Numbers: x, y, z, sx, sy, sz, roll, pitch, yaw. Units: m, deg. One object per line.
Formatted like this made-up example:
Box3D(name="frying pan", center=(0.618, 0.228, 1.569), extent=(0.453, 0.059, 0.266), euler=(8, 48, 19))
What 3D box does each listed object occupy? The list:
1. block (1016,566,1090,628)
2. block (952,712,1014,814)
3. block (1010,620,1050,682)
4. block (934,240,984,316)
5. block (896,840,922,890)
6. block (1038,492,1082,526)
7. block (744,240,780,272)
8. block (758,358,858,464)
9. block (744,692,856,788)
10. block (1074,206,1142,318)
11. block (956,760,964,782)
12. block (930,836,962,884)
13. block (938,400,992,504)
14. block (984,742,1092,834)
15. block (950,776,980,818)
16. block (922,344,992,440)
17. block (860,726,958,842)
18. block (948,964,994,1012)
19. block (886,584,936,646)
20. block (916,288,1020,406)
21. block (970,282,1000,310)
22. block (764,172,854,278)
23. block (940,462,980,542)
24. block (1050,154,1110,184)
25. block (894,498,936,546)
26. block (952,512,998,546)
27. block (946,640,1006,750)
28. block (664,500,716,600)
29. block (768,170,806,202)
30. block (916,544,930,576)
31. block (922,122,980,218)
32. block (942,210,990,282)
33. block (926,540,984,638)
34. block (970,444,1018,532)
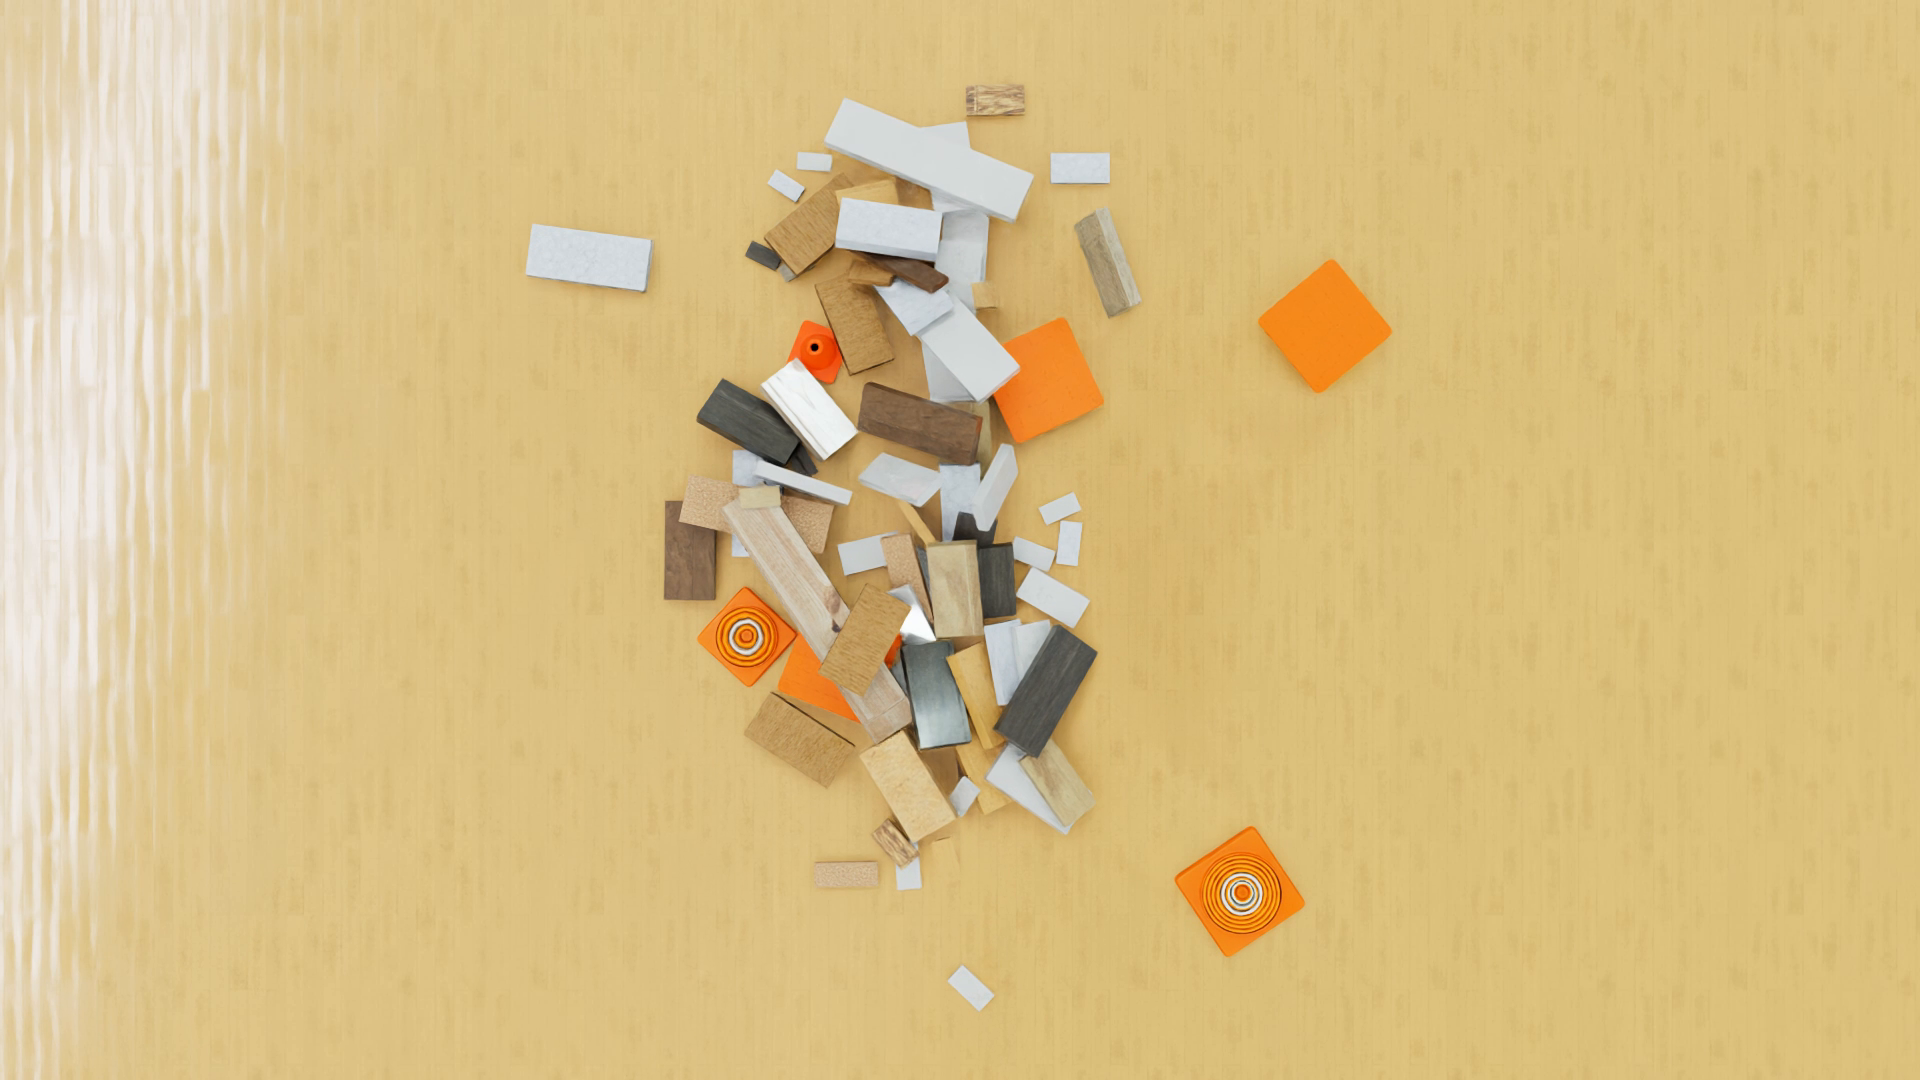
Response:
Box3D(name="block", center=(0.308, 0.189, 5.474), extent=(0.222, 0.031, 0.111), euler=(30, 100, 0))
Box3D(name="block", center=(0.082, 0.724, 5.454), extent=(0.163, 0.046, 0.327), euler=(-23, 90, -17))
Box3D(name="block", center=(0.253, 0.405, 5.452), extent=(0.132, 0.037, 0.264), euler=(-10, 90, -28))
Box3D(name="block", center=(-0.015, -0.825, 5.435), extent=(0.151, 0.043, 0.302), euler=(7, 92, 0))
Box3D(name="block", center=(-0.175, 1.081, 5.489), extent=(0.080, 0.023, 0.159), euler=(-5, 90, 0))
Box3D(name="block", center=(0.333, -0.104, 5.491), extent=(0.128, 0.018, 0.064), euler=(-24, 90, 0))
Box3D(name="block", center=(-0.653, -0.947, 5.492), extent=(0.113, 0.016, 0.057), euler=(27, 90, 0))
Box3D(name="block", center=(-0.499, -0.428, 5.436), extent=(0.159, 0.045, 0.319), euler=(-42, 95, -23))
Box3D(name="block", center=(-0.533, 0.664, 5.476), extent=(0.333, 0.047, 0.167), euler=(33, 90, 0))
Box3D(name="block", center=(0.484, -0.908, 5.415), extent=(0.047, 0.165, 0.330), euler=(-20, 90, -23))
Box3D(name="block", center=(0.017, 0.754, 5.480), extent=(0.051, 0.015, 0.103), euler=(-6, 79, -7))
Box3D(name="block", center=(-0.045, 1.067, 5.490), extent=(0.073, 0.021, 0.147), euler=(-14, 90, 0))
Box3D(name="block", center=(0.015, -0.281, 5.429), extent=(0.176, 0.050, 0.352), euler=(-4, 106, 0))
Box3D(name="block", center=(0.257, 0.810, 5.438), extent=(0.327, 0.046, 0.163), euler=(36, 75, -7))
Box3D(name="block", center=(0.011, 0.847, 5.434), extent=(0.073, 0.147, 0.021), euler=(42, 45, 14))
Box3D(name="block", center=(-0.011, -0.488, 5.422), extent=(0.176, 0.050, 0.352), euler=(-9, 106, 2))
Box3D(name="block", center=(-0.169, 0.810, 5.451), extent=(0.171, 0.049, 0.343), euler=(-30, 93, 10))
Box3D(name="block", center=(0.037, 1.490, 5.490), extent=(0.147, 0.021, 0.073), euler=(43, 90, 0))
Box3D(name="block", center=(-0.167, 0.254, 5.436), extent=(0.104, 0.029, 0.208), euler=(-20, 108, 19))
Box3D(name="block", center=(0.013, -0.623, 5.317), extent=(0.176, 0.050, 0.352), euler=(-40, 79, -5))
Box3D(name="block", center=(0.085, -0.802, 5.422), extent=(0.023, 0.160, 0.080), euler=(-9, 92, 26))
Box3D(name="block", center=(-0.464, -1.043, 5.458), extent=(0.339, 0.048, 0.170), euler=(-41, 89, -6))
Box3D(name="block", center=(0.004, -0.124, 5.425), extent=(0.133, 0.038, 0.265), euler=(-3, 109, 0))
Box3D(name="block", center=(0.399, -1.235, 5.486), extent=(0.195, 0.028, 0.098), euler=(0, 90, 0))
Box3D(name="block", center=(-0.149, -0.072, 5.438), extent=(0.035, 0.124, 0.248), euler=(-34, 90, 0))
Box3D(name="block", center=(0.033, 0.047, 5.440), extent=(0.133, 0.038, 0.265), euler=(12, 109, 0))
Box3D(name="block", center=(0.088, 0.506, 5.429), extent=(0.163, 0.046, 0.327), euler=(-23, 90, -41))
Box3D(name="block", center=(-0.895, 0.035, 5.477), extent=(0.164, 0.047, 0.329), euler=(1, 90, 0))
Box3D(name="block", center=(-0.578, -1.179, 5.492), extent=(0.113, 0.016, 0.057), euler=(33, 90, 0))
Box3D(name="block", center=(-0.099, 0.080, 5.454), extent=(0.144, 0.020, 0.072), euler=(27, 113, 20))
Box3D(name="block", center=(-0.031, -1.224, 5.452), extent=(0.151, 0.043, 0.302), euler=(-9, 80, 0))
Box3D(name="block", center=(0.014, -0.969, 5.479), extent=(0.151, 0.043, 0.302), euler=(4, 90, 0))
Box3D(name="block", center=(-0.013, 0.160, 5.392), extent=(0.160, 0.045, 0.320), euler=(-3, 111, 5))
Box3D(name="block", center=(0.114, -0.171, 5.371), extent=(0.038, 0.133, 0.266), euler=(12, 54, 22))
